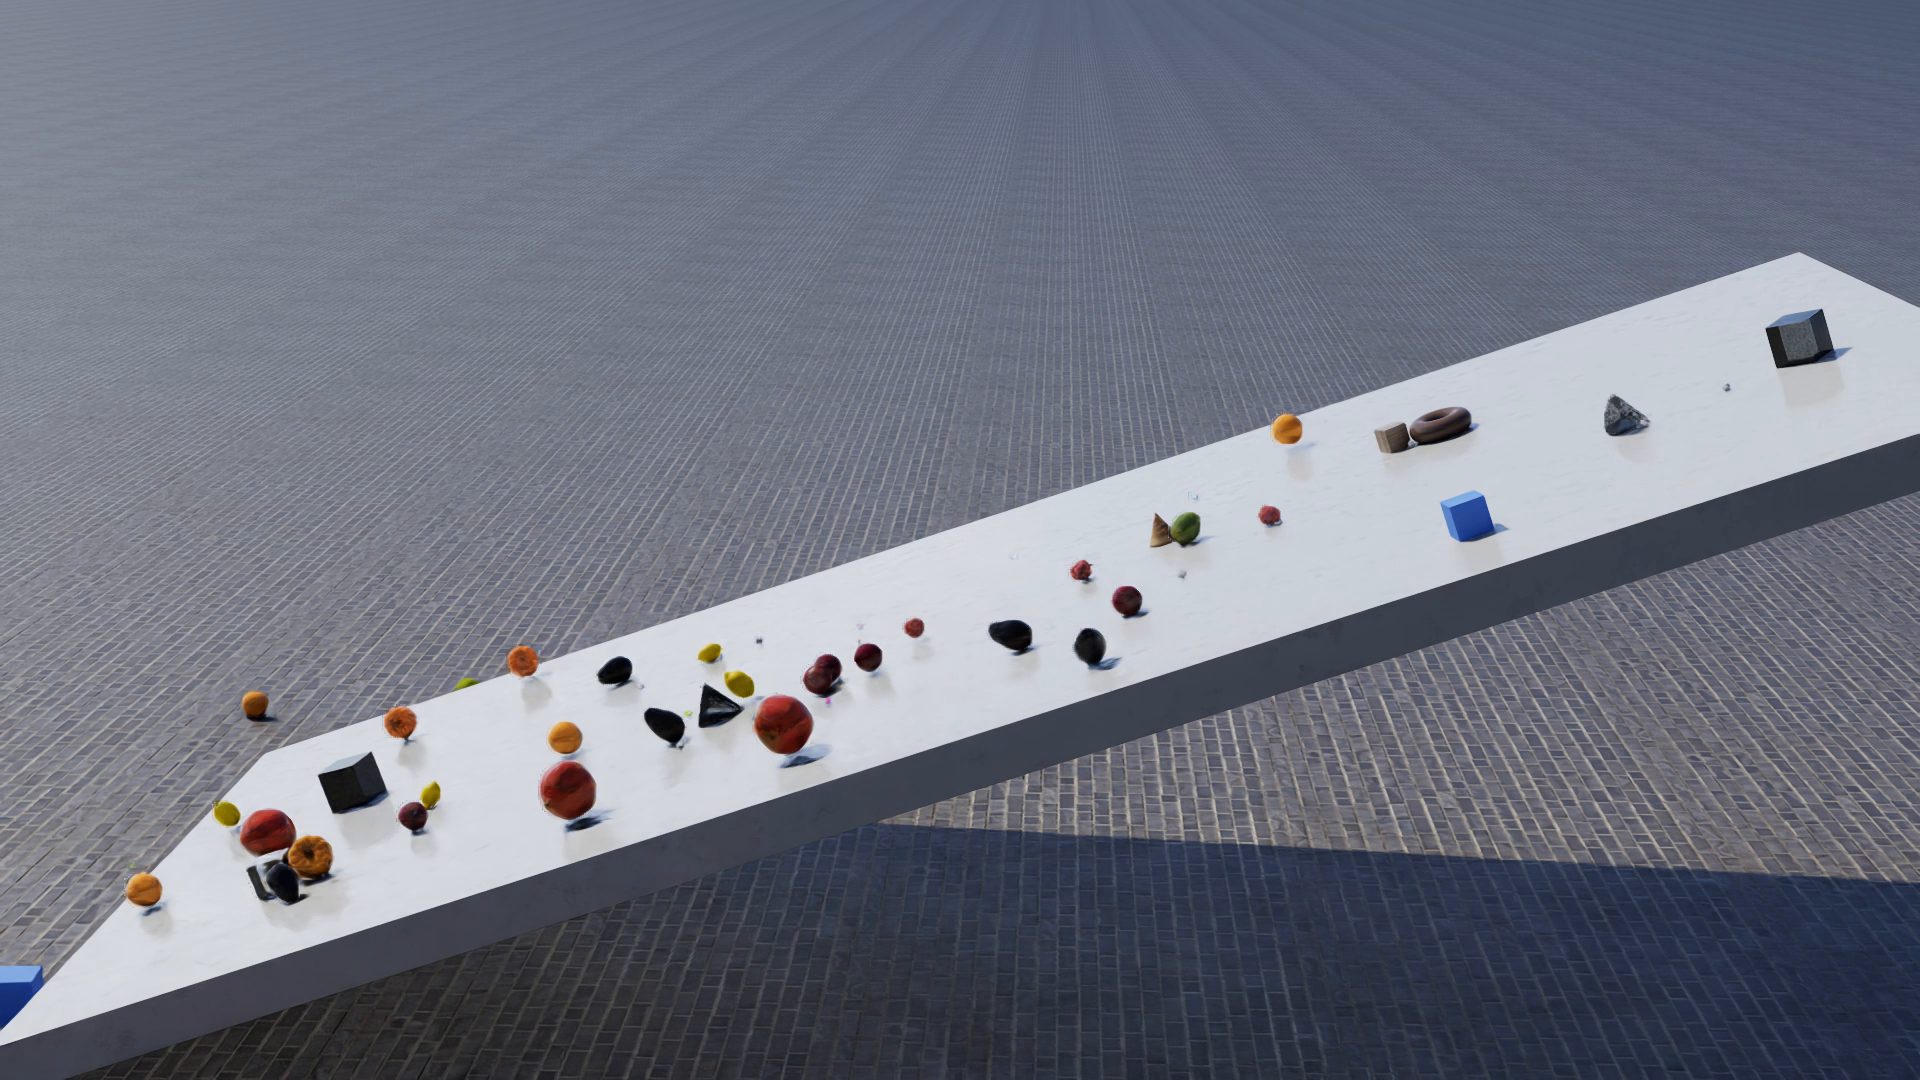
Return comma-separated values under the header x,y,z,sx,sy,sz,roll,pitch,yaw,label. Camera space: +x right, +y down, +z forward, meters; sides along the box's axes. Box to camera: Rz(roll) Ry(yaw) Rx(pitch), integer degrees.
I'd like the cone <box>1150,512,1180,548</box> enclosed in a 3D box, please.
x,y,z,sx,sy,sz,roll,pitch,yaw,label
0.430,-0.029,6.330,0.070,0.070,0.070,-18,11,4,cone

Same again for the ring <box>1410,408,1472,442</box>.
x,y,z,sx,sy,sz,roll,pitch,yaw,label
1.051,-0.252,6.432,0.141,0.047,0.141,-18,12,4,ring

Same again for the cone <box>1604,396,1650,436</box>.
x,y,z,sx,sy,sz,roll,pitch,yaw,label
1.349,-0.245,5.906,0.082,0.082,0.082,6,11,-10,cone

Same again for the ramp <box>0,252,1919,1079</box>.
x,y,z,sx,sy,sz,roll,pitch,yaw,label
0.107,0.180,6.305,4.000,0.100,2.000,-18,11,6,ramp

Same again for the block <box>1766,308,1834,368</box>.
x,y,z,sx,sy,sz,roll,pitch,yaw,label
1.705,-0.409,5.972,0.087,0.087,0.087,-9,15,44,block

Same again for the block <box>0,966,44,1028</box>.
x,y,z,sx,sy,sz,roll,pitch,yaw,label
-1.906,0.920,5.928,0.096,0.096,0.096,-1,12,-5,block

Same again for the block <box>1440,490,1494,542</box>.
x,y,z,sx,sy,sz,roll,pitch,yaw,label
0.951,-0.045,5.514,0.069,0.069,0.069,-20,11,-2,block

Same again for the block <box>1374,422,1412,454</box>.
x,y,z,sx,sy,sz,roll,pitch,yaw,label
0.950,-0.225,6.453,0.053,0.053,0.053,-22,11,-16,block

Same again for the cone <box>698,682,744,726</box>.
x,y,z,sx,sy,sz,roll,pitch,yaw,label
-0.493,0.348,6.131,0.093,0.093,0.093,7,12,-3,cone

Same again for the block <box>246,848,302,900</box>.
x,y,z,sx,sy,sz,roll,pitch,yaw,label
-1.392,0.677,5.968,0.071,0.071,0.071,-17,11,11,block

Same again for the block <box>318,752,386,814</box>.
x,y,z,sx,sy,sz,roll,pitch,yaw,label
-1.349,0.537,6.529,0.093,0.093,0.093,-15,11,20,block
